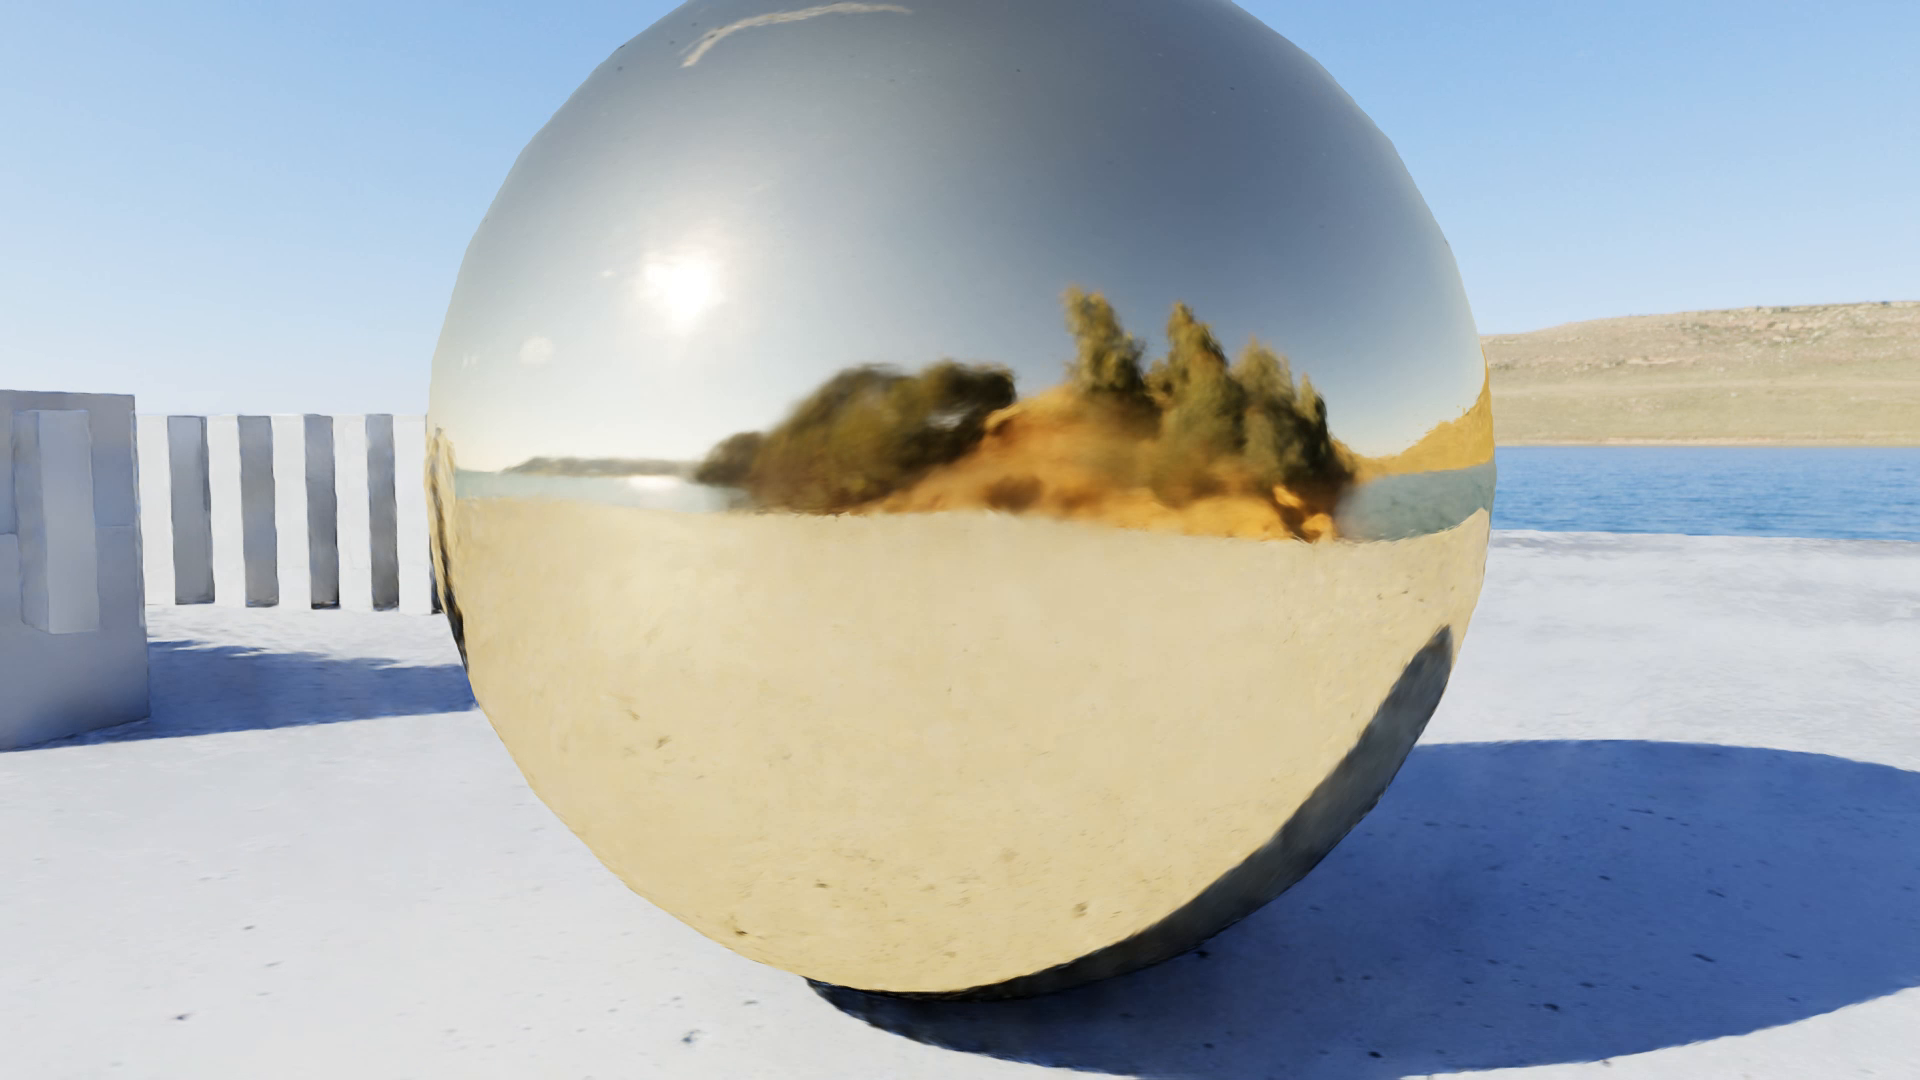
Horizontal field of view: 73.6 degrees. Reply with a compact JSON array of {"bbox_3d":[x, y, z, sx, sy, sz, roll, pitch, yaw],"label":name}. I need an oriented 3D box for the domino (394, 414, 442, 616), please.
[{"bbox_3d":[-0.132,-0.007,0.331,0.010,0.050,0.025,1,4,17],"label":"domino"}]

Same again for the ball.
[{"bbox_3d":[0.000,-0.005,0.103,0.080,0.080,0.080,0,4,0],"label":"ball"}]

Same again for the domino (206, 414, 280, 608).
[{"bbox_3d":[-0.187,-0.008,0.344,0.010,0.050,0.025,1,4,14],"label":"domino"}]

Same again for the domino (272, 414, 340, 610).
[{"bbox_3d":[-0.168,-0.008,0.340,0.010,0.050,0.025,1,4,13],"label":"domino"}]

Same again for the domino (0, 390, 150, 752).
[{"bbox_3d":[-0.134,0.004,0.187,0.009,0.050,0.025,1,5,19],"label":"domino"}]

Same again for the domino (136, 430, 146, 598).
[{"bbox_3d":[-0.229,-0.009,0.353,0.010,0.050,0.025,1,4,10],"label":"domino"}]

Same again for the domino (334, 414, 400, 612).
[{"bbox_3d":[-0.150,-0.008,0.336,0.009,0.050,0.025,1,4,14],"label":"domino"}]

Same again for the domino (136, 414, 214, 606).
[{"bbox_3d":[-0.209,-0.009,0.349,0.010,0.050,0.025,1,4,12],"label":"domino"}]
